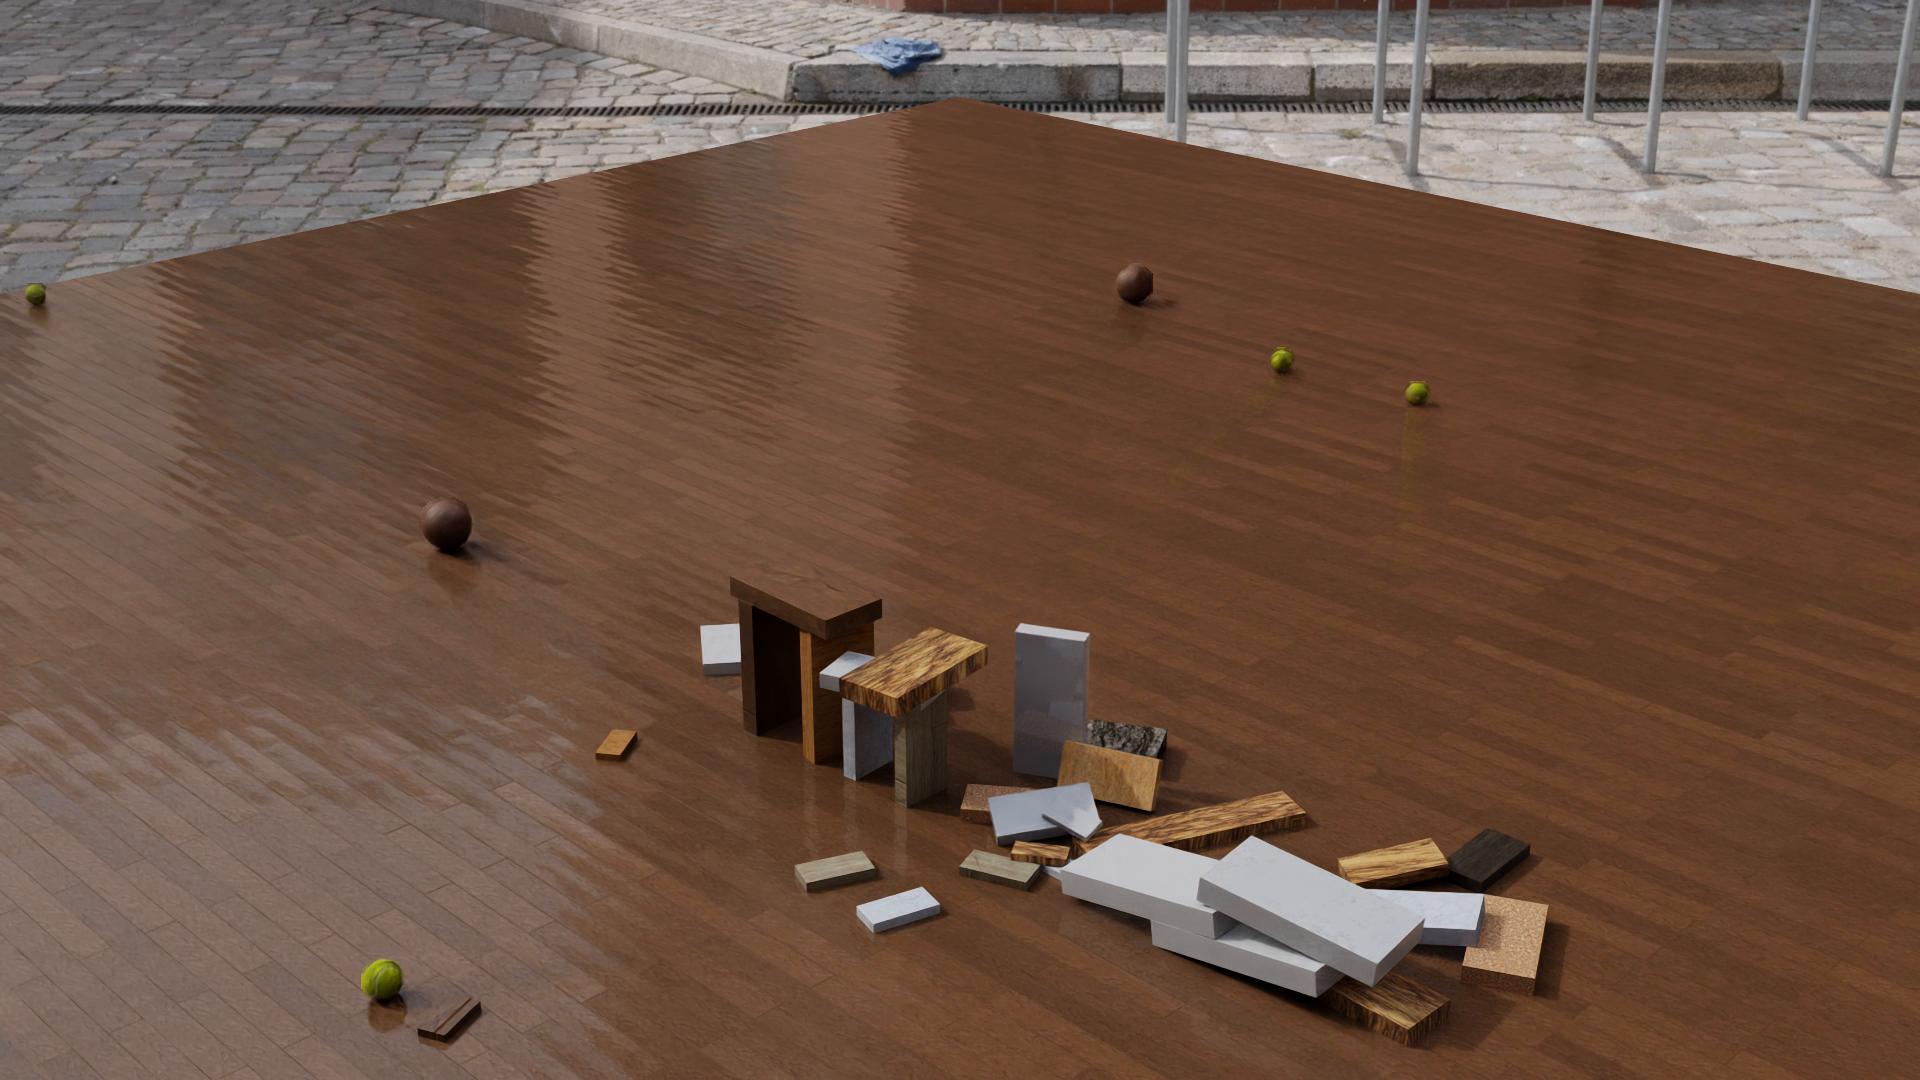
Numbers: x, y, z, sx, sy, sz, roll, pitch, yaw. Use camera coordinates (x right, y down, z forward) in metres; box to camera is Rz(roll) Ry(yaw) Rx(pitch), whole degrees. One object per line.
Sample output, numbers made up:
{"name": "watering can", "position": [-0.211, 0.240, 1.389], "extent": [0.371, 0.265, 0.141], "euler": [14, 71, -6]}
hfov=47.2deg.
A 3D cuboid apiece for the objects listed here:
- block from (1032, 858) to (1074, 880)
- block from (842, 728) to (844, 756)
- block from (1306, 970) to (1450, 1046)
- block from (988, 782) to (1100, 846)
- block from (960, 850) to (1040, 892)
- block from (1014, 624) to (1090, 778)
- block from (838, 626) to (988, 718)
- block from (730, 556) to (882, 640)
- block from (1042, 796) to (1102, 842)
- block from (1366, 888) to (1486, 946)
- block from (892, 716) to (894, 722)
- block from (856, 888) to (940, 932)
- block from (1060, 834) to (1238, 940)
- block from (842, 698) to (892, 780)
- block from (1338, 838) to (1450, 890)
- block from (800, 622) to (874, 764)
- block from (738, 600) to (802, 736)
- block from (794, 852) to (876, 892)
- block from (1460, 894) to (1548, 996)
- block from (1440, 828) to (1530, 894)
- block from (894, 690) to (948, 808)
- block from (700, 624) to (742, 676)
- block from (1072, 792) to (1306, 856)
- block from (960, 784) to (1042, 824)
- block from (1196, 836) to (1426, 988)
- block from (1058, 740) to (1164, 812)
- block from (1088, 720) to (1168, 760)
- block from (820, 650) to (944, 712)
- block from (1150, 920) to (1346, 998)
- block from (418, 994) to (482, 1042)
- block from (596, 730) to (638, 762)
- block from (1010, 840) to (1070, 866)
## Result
{"name": "block", "position": [0.183, 0.628, 4.262], "extent": [0.054, 0.015, 0.108], "euler": [-21, 31, -40]}
{"name": "block", "position": [-0.223, 0.404, 4.669], "extent": [0.054, 0.109, 0.015], "euler": [-16, 28, -32]}
{"name": "block", "position": [0.715, 0.792, 3.849], "extent": [0.126, 0.036, 0.251], "euler": [-21, 31, -40]}
{"name": "block", "position": [0.166, 0.545, 4.375], "extent": [0.206, 0.029, 0.103], "euler": [-8, 42, -5]}
{"name": "block", "position": [0.076, 0.636, 4.236], "extent": [0.139, 0.020, 0.070], "euler": [10, 25, 23]}
{"name": "block", "position": [0.188, 0.338, 4.548], "extent": [0.148, 0.325, 0.042], "euler": [7, 24, 17]}
{"name": "block", "position": [-0.091, 0.262, 4.410], "extent": [0.148, 0.042, 0.295], "euler": [16, 28, 34]}
{"name": "block", "position": [-0.326, 0.119, 4.628], "extent": [0.155, 0.044, 0.310], "euler": [-21, 31, -40]}
{"name": "block", "position": [0.221, 0.550, 4.331], "extent": [0.108, 0.015, 0.054], "euler": [27, 50, 29]}
{"name": "block", "position": [0.828, 0.692, 4.036], "extent": [0.251, 0.036, 0.126], "euler": [-1, 21, 21]}
{"name": "block", "position": [-0.120, 0.356, 4.884], "extent": [0.103, 0.029, 0.206], "euler": [-8, 24, -18]}
{"name": "block", "position": [-0.115, 0.691, 4.108], "extent": [0.140, 0.020, 0.070], "euler": [-12, 26, -27]}
{"name": "block", "position": [0.380, 0.638, 4.078], "extent": [0.356, 0.050, 0.178], "euler": [9, 23, 42]}
{"name": "block", "position": [-0.193, 0.373, 4.585], "extent": [0.033, 0.232, 0.116], "euler": [18, 29, 36]}
{"name": "block", "position": [0.830, 0.626, 4.215], "extent": [0.189, 0.027, 0.095], "euler": [-11, 24, -5]}
{"name": "block", "position": [-0.257, 0.306, 4.641], "extent": [0.155, 0.311, 0.044], "euler": [-16, 28, -32]}
{"name": "block", "position": [-0.400, 0.254, 4.765], "extent": [0.044, 0.310, 0.155], "euler": [21, 31, 41]}
{"name": "block", "position": [-0.241, 0.637, 4.233], "extent": [0.139, 0.020, 0.070], "euler": [-9, 25, -21]}
{"name": "block", "position": [0.990, 0.731, 3.991], "extent": [0.126, 0.036, 0.251], "euler": [8, 24, 17]}
{"name": "block", "position": [1.015, 0.621, 4.262], "extent": [0.095, 0.027, 0.189], "euler": [19, 30, 38]}
{"name": "block", "position": [-0.079, 0.418, 4.479], "extent": [0.033, 0.232, 0.116], "euler": [21, 31, 41]}
{"name": "block", "position": [-0.549, 0.254, 5.125], "extent": [0.103, 0.029, 0.206], "euler": [-3, 23, -7]}
{"name": "block", "position": [0.457, 0.576, 4.369], "extent": [0.472, 0.027, 0.094], "euler": [-9, 25, -20]}
{"name": "block", "position": [0.110, 0.539, 4.453], "extent": [0.206, 0.029, 0.103], "euler": [3, 23, 8]}
{"name": "block", "position": [0.618, 0.651, 3.885], "extent": [0.356, 0.050, 0.178], "euler": [23, 32, 31]}
{"name": "block", "position": [0.305, 0.481, 4.492], "extent": [0.206, 0.103, 0.029], "euler": [10, 2, 23]}
{"name": "block", "position": [0.282, 0.436, 4.679], "extent": [0.295, 0.042, 0.148], "euler": [6, 24, 14]}
{"name": "block", "position": [-0.155, 0.285, 4.454], "extent": [0.232, 0.033, 0.116], "euler": [11, 25, 25]}
{"name": "block", "position": [0.540, 0.714, 3.952], "extent": [0.355, 0.050, 0.178], "euler": [10, 24, 42]}
{"name": "block", "position": [-0.881, 0.825, 3.796], "extent": [0.054, 0.015, 0.109], "euler": [9, 25, 20]}
{"name": "block", "position": [-0.735, 0.439, 4.706], "extent": [0.054, 0.015, 0.109], "euler": [4, 23, 10]}
{"name": "block", "position": [0.156, 0.608, 4.263], "extent": [0.108, 0.015, 0.054], "euler": [5, 20, 10]}
